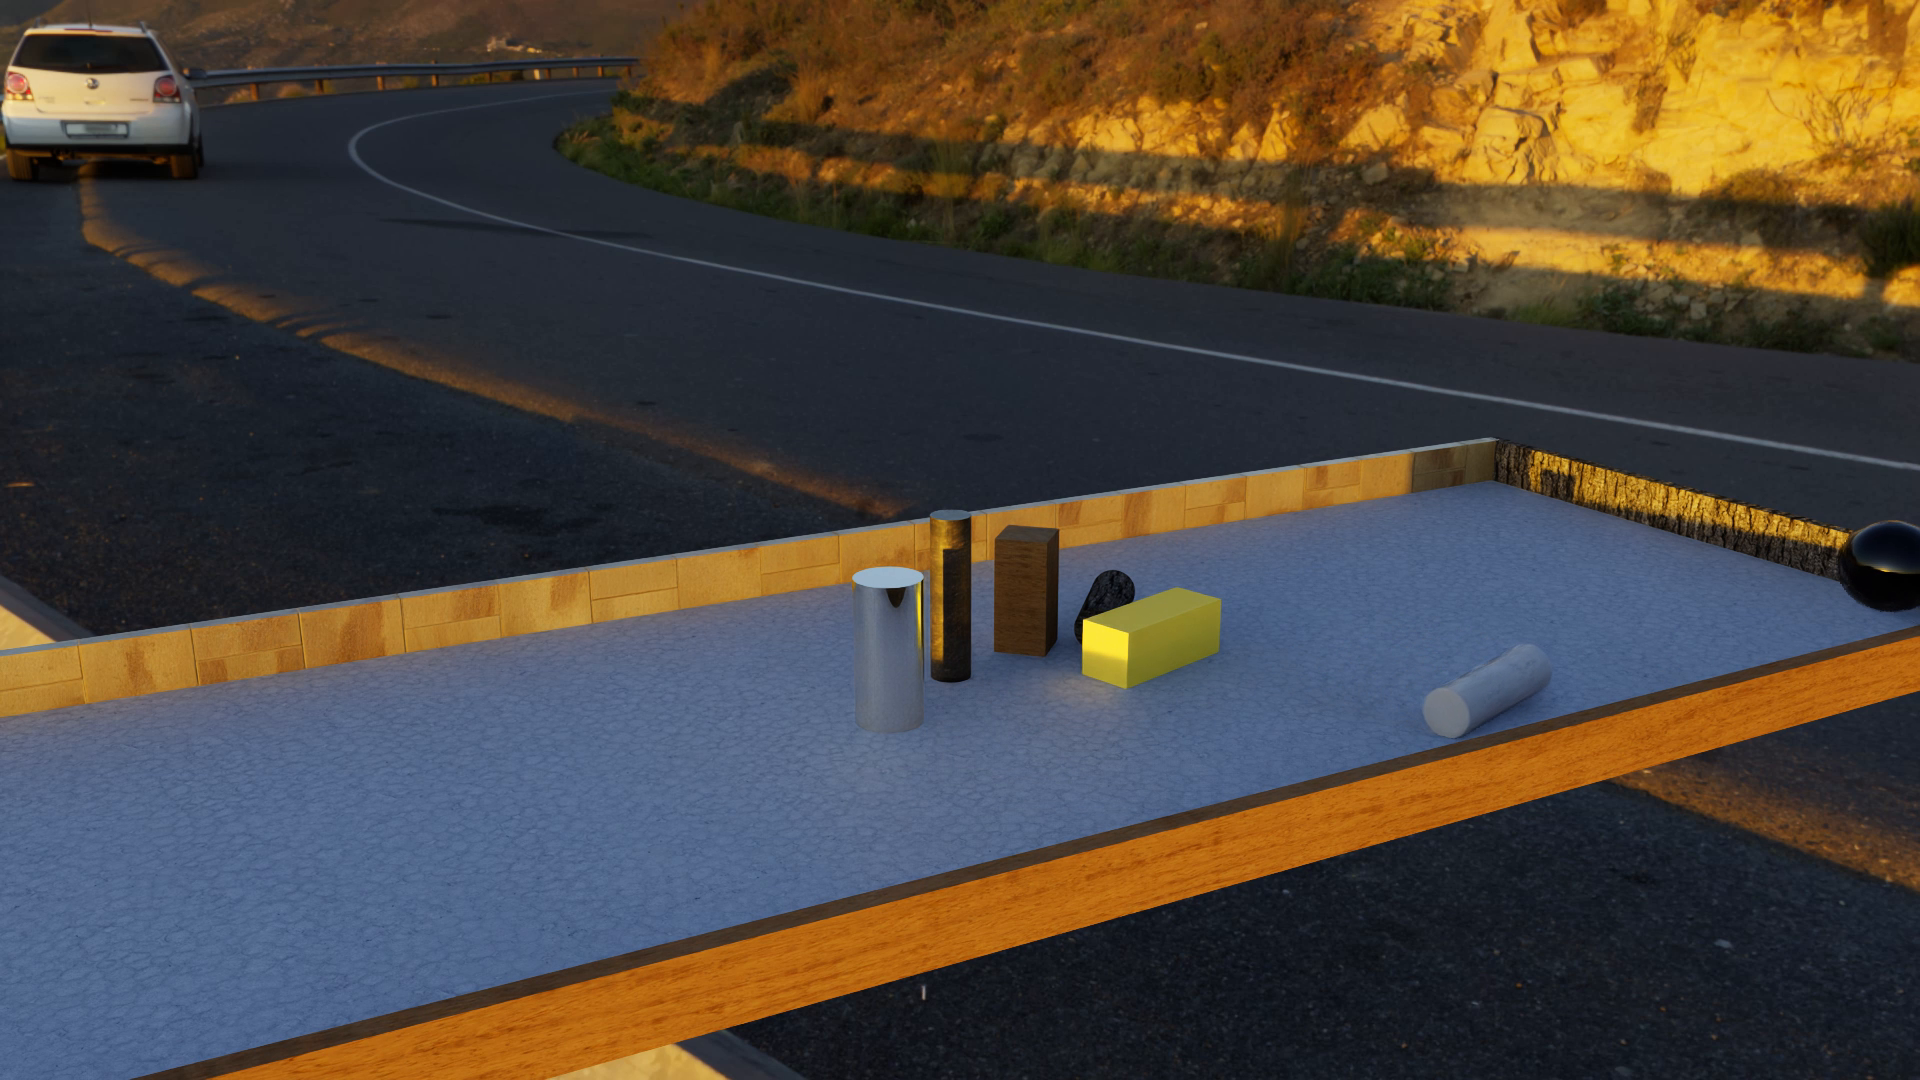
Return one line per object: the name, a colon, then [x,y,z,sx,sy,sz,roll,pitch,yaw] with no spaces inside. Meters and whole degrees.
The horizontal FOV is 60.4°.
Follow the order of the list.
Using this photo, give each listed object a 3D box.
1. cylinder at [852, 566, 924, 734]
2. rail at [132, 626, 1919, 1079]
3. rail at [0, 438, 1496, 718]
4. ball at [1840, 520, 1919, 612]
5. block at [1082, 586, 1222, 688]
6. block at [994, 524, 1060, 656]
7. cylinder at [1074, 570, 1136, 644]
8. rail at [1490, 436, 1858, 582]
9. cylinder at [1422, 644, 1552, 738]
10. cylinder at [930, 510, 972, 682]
cylinder: [-0.166,0.256,3.856,0.165,0.354,0.165,0,16,0]
rail: [-2.336,1.006,1.665,12.000,0.150,0.050,-9,18,-27]
rail: [-3.305,0.497,3.399,12.000,0.150,0.050,-9,18,-27]
ball: [2.624,0.074,4.643,0.259,0.259,0.259,0,16,0]
block: [0.497,0.248,4.252,0.379,0.146,0.146,-16,22,-42]
block: [0.176,0.133,4.353,0.139,0.311,0.139,5,17,16]
cylinder: [0.397,0.189,4.496,0.122,0.122,0.339,4,17,12]
rail: [2.466,-0.048,5.253,0.050,0.150,2.100,-9,18,-27]
cylinder: [1.263,0.356,3.935,0.118,0.118,0.420,15,22,42]
cylinder: [-0.023,0.141,4.127,0.103,0.423,0.103,0,16,0]
